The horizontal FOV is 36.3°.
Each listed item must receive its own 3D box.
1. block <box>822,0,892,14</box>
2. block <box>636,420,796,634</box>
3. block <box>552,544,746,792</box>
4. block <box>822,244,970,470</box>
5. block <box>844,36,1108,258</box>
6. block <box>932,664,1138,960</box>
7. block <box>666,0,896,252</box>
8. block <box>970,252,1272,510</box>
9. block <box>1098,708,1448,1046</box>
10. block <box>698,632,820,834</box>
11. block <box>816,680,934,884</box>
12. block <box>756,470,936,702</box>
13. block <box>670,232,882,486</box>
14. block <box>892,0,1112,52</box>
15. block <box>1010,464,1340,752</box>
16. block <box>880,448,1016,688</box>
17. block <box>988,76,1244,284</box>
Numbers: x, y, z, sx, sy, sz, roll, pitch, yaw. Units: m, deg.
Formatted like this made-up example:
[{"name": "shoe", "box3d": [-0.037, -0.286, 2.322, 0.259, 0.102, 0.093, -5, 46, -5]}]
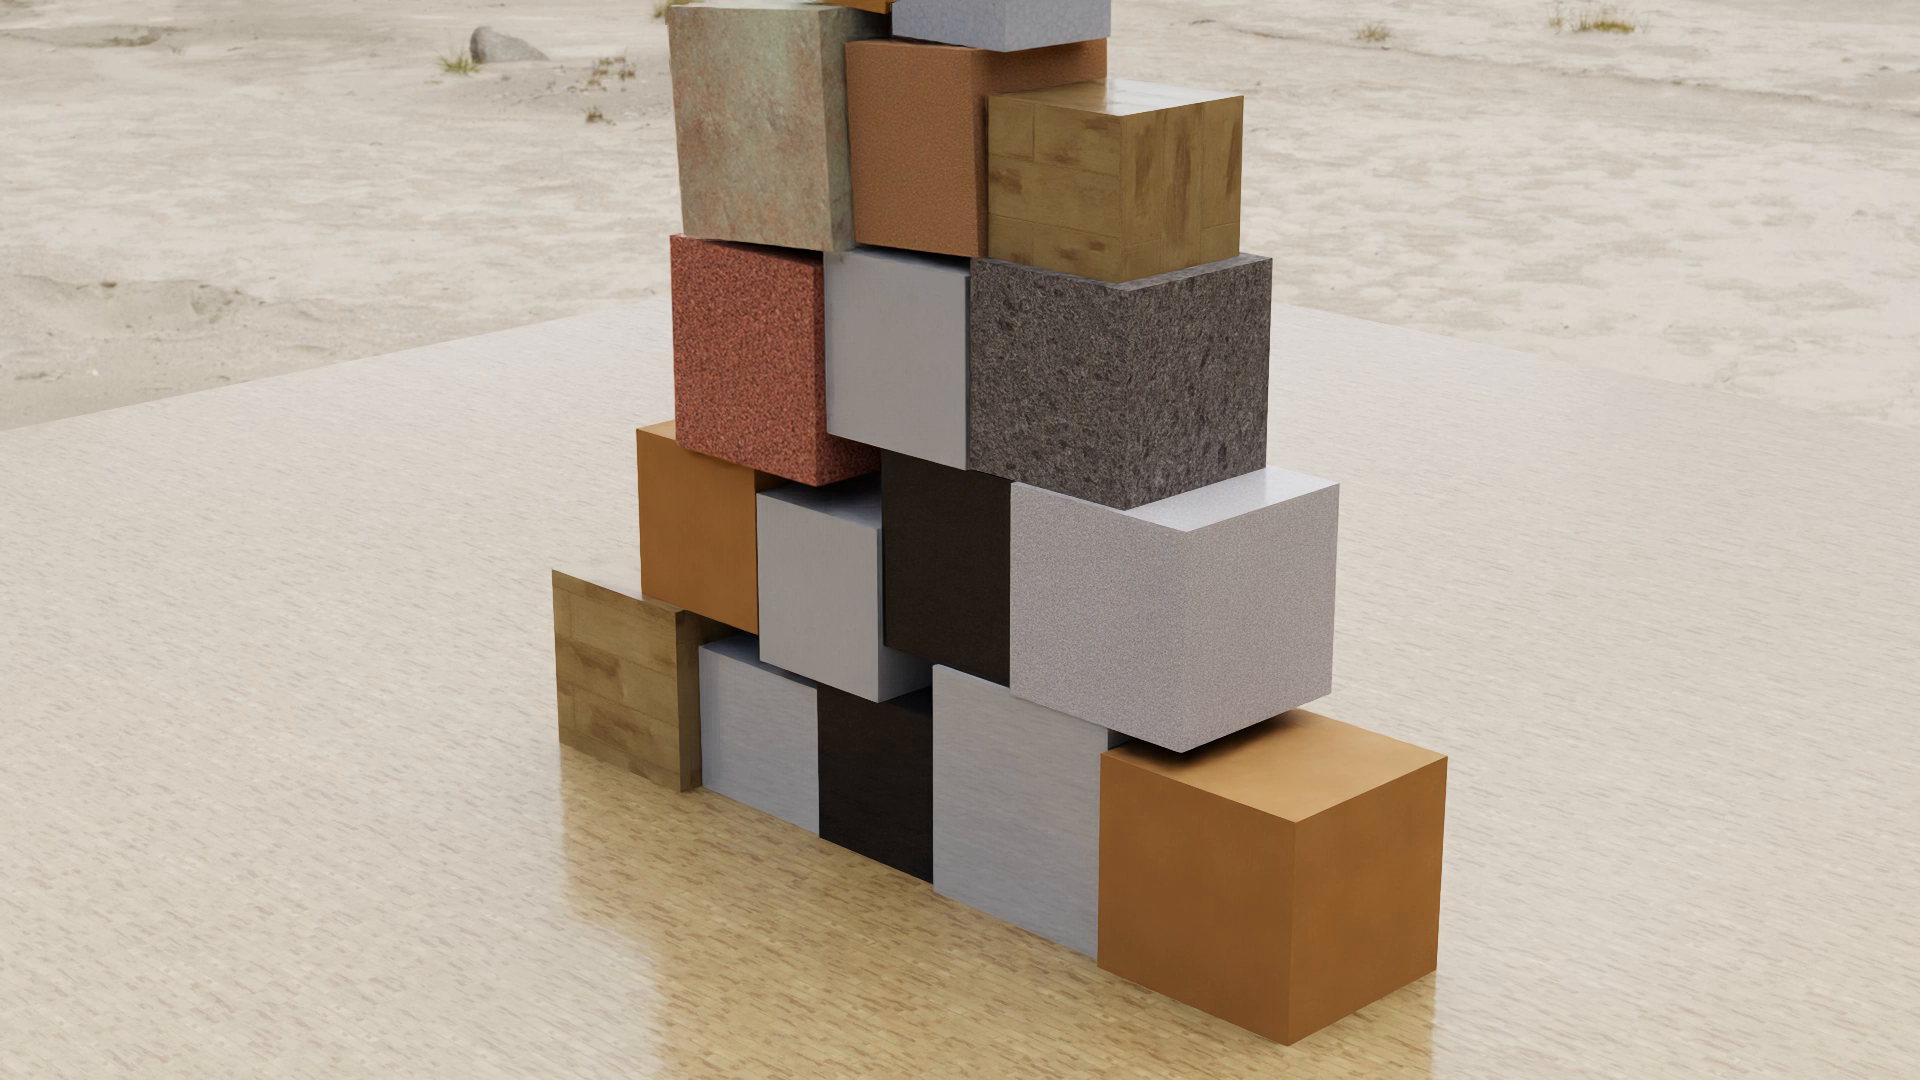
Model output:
[{"name": "block", "box3d": [-0.289, -2.666, 12.802, 0.672, 0.588, 0.619, -17, 27, -42]}, {"name": "block", "box3d": [-0.938, -0.141, 14.275, 0.905, 0.840, 0.862, -17, 24, -42]}, {"name": "block", "box3d": [-1.330, 0.578, 14.946, 1.088, 0.935, 0.970, -17, 24, -42]}, {"name": "block", "box3d": [0.025, -0.888, 13.029, 0.892, 0.846, 0.882, -17, 24, -42]}, {"name": "block", "box3d": [0.086, -1.744, 12.707, 0.832, 0.863, 0.760, -17, 21, -42]}, {"name": "block", "box3d": [0.573, 1.087, 13.077, 0.918, 1.085, 1.044, -17, 24, -42]}, {"name": "block", "box3d": [-0.575, -1.935, 13.317, 1.022, 1.038, 1.015, -17, 20, -42]}, {"name": "block", "box3d": [0.677, -0.744, 12.420, 0.906, 0.914, 0.887, -17, 24, -42]}, {"name": "block", "box3d": [1.310, 1.362, 12.378, 1.007, 0.979, 1.039, -17, 24, -42]}, {"name": "block", "box3d": [-0.683, 0.874, 14.341, 0.800, 0.734, 0.865, -17, 24, -42]}, {"name": "block", "box3d": [-0.100, 1.022, 13.742, 0.789, 0.810, 0.811, -17, 24, -42]}, {"name": "block", "box3d": [-0.335, 0.164, 13.749, 0.912, 0.824, 0.810, -17, 24, -42]}, {"name": "block", "box3d": [-0.621, -0.936, 13.723, 1.056, 1.008, 0.983, -17, 24, -42]}, {"name": "block", "box3d": [0.179, -2.436, 12.364, 0.665, 0.615, 0.646, 18, 25, 42]}, {"name": "block", "box3d": [0.906, 0.211, 12.480, 0.985, 0.944, 0.974, -17, 24, -42]}, {"name": "block", "box3d": [0.237, 0.028, 13.078, 0.820, 0.935, 0.832, -17, 24, -42]}, {"name": "block", "box3d": [0.646, -1.513, 12.213, 0.764, 0.678, 0.729, -17, 24, -42]}]
